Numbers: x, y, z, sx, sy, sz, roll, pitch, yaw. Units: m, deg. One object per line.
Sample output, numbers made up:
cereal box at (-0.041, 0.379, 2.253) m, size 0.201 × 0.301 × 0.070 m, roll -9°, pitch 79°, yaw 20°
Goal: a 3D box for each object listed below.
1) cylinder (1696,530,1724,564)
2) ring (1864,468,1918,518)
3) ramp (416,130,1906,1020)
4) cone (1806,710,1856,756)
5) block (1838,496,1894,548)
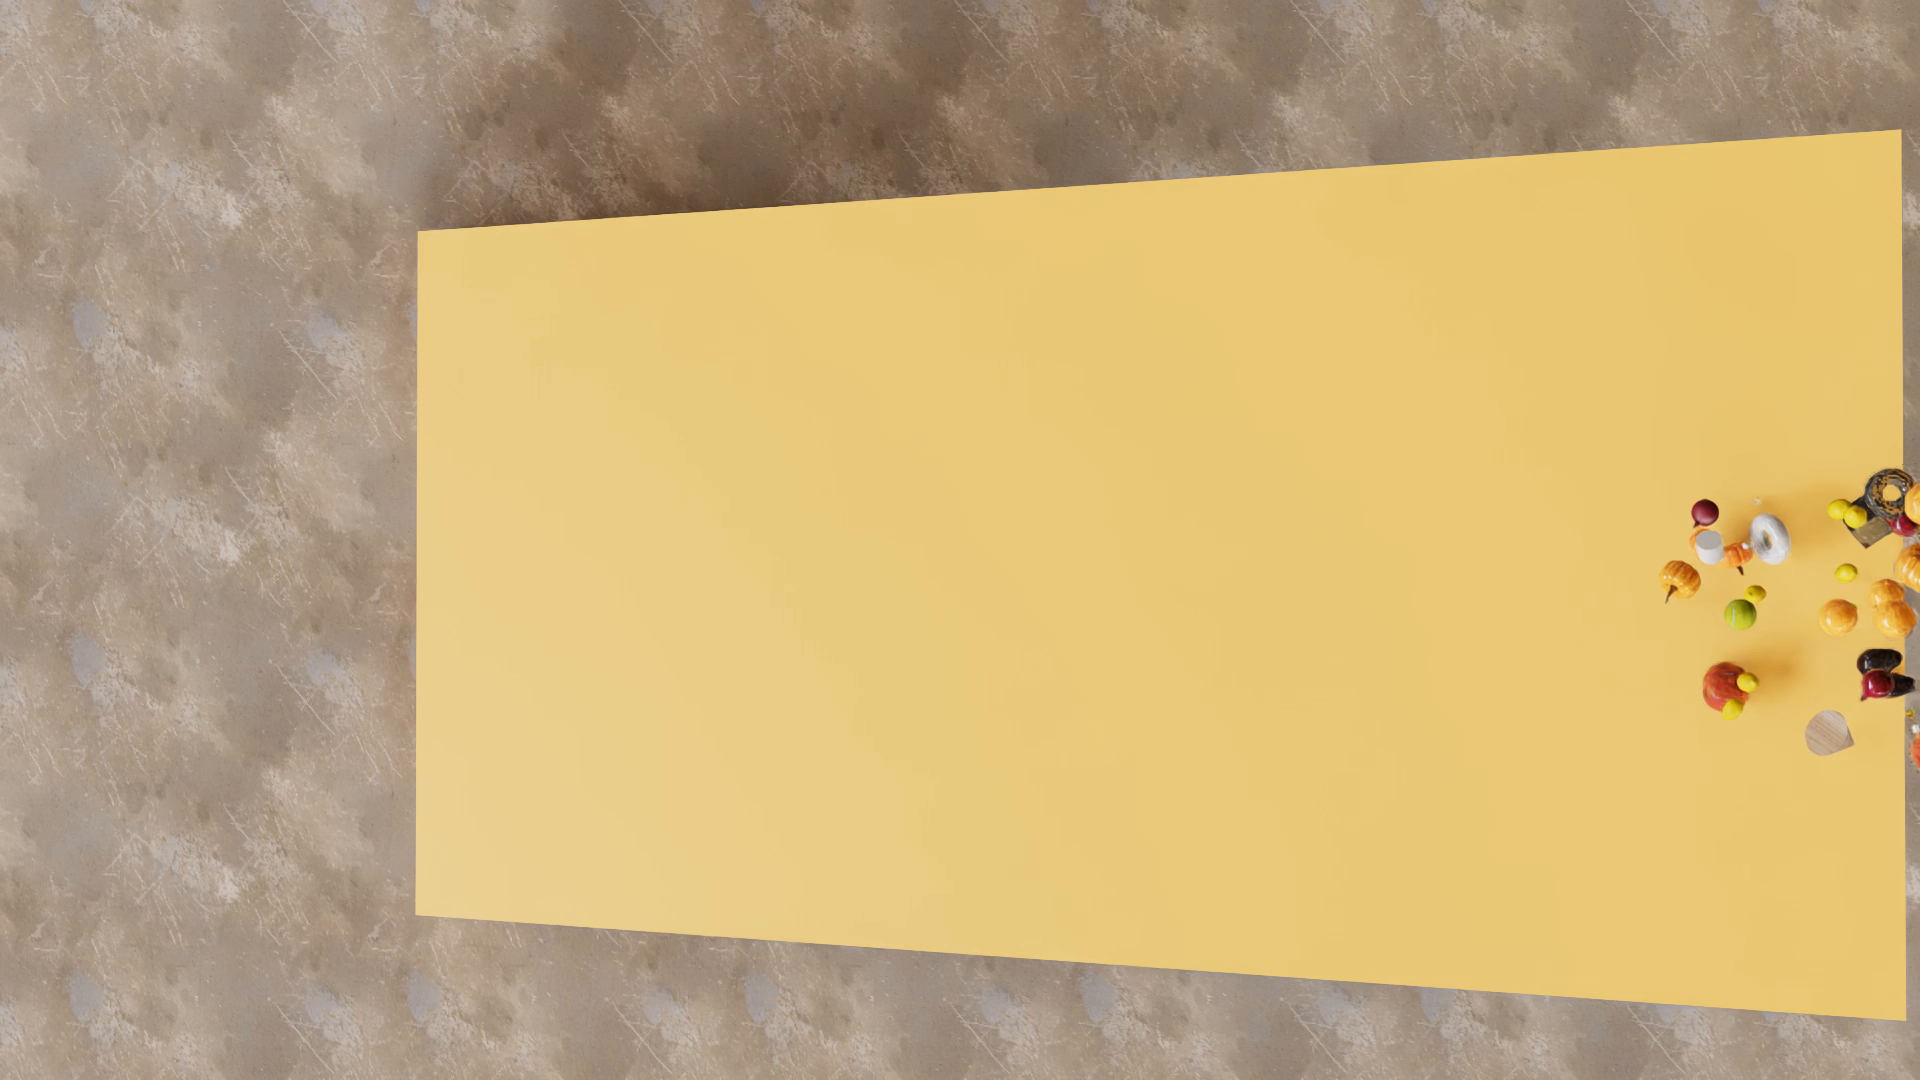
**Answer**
cylinder at (1.573, 0.015, 4.612) m, size 0.052 × 0.052 × 0.052 m, roll -13°, pitch 51°, yaw 16°
ring at (1.716, -0.086, 4.054) m, size 0.092 × 0.031 × 0.092 m, roll 1°, pitch 93°, yaw 23°
ramp at (0.283, 0.086, 5.732) m, size 4.000 × 0.100 × 2.000 m, roll 0°, pitch 89°, yaw 22°
cone at (1.749, 0.395, 4.367) m, size 0.095 × 0.095 × 0.095 m, roll 21°, pitch 89°, yaw -30°
block at (1.845, -0.038, 4.480) m, size 0.066 × 0.066 × 0.066 m, roll -38°, pitch 124°, yaw 22°
